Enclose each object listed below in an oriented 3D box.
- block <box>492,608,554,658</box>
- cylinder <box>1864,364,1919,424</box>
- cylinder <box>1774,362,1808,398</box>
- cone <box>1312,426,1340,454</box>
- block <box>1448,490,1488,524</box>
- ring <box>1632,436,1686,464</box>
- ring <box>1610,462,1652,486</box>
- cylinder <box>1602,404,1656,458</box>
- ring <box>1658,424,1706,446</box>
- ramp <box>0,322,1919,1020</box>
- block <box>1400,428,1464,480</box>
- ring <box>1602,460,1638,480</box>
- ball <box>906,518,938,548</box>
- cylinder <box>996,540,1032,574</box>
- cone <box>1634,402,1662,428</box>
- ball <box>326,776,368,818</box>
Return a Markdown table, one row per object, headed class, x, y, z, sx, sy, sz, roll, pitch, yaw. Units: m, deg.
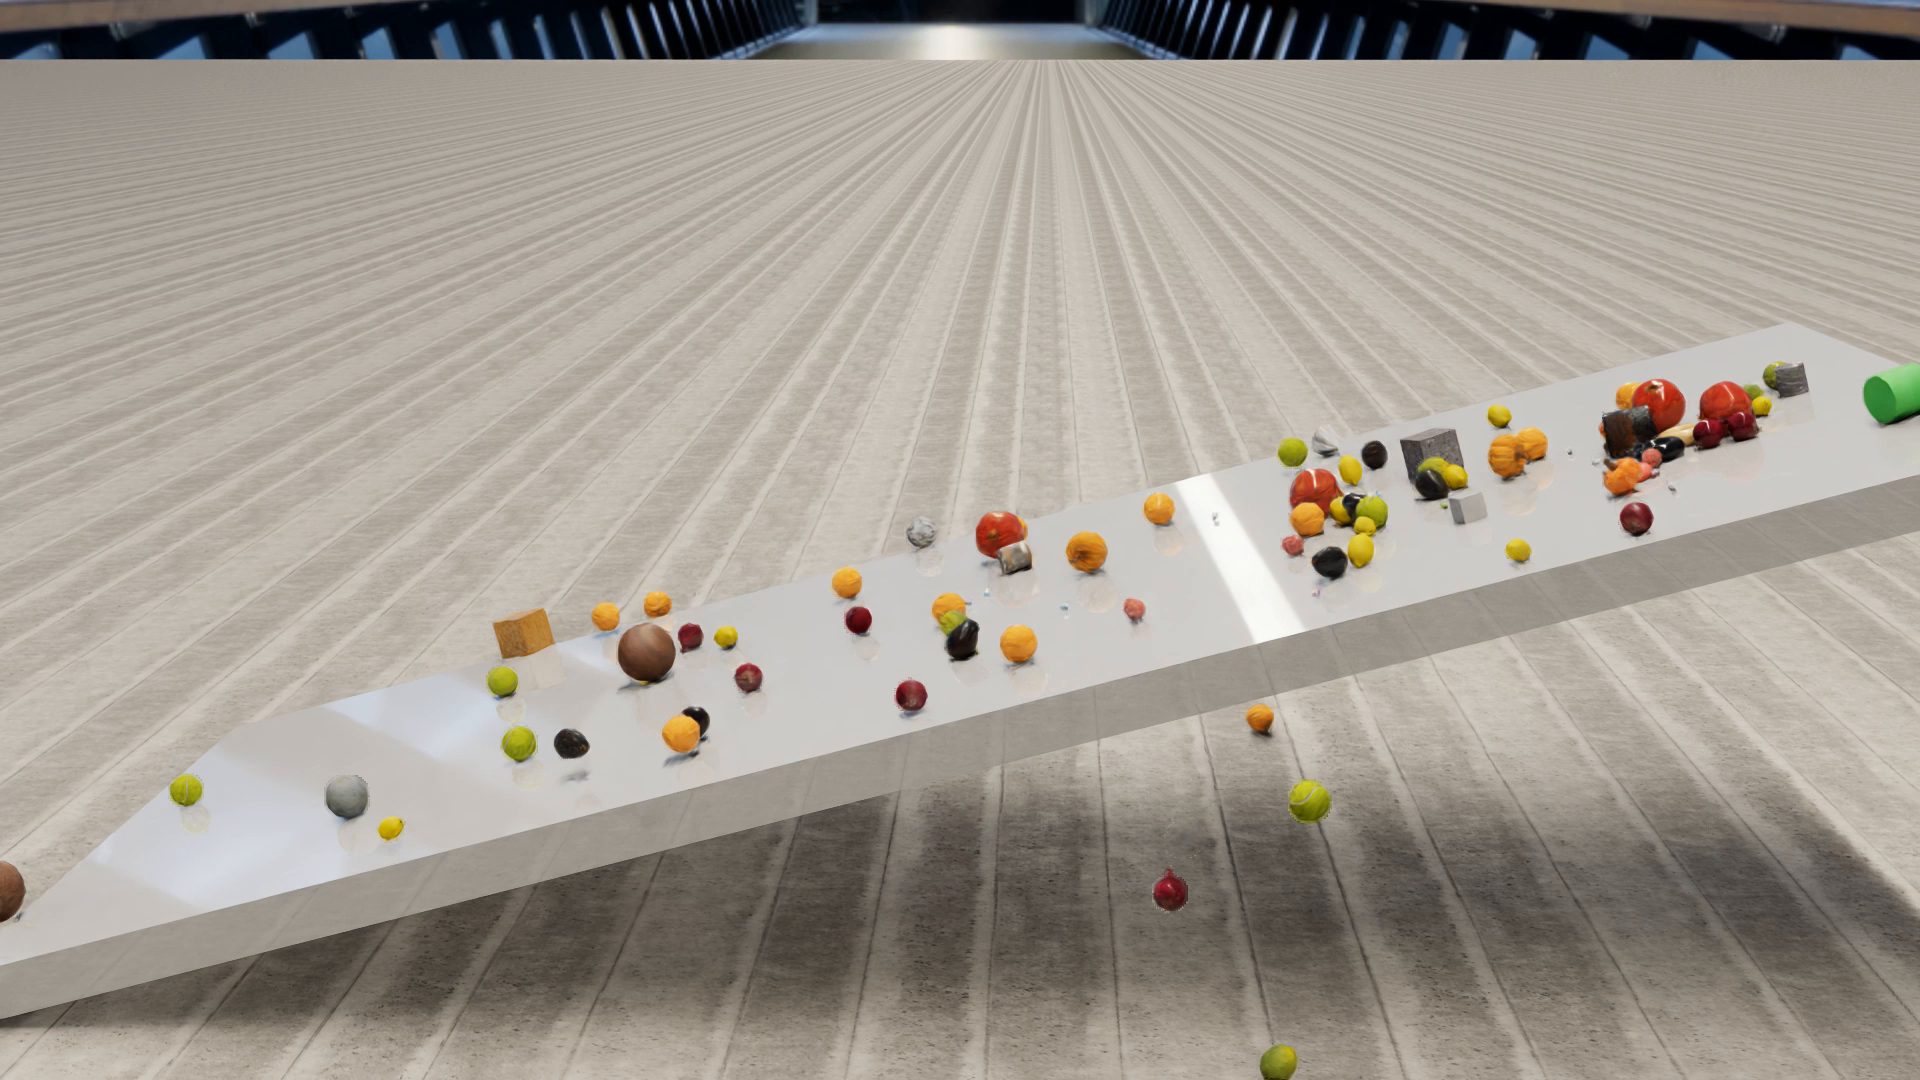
| class | x | y | z | sx | sy | sz | roll | pitch | yaw |
| --- | --- | --- | --- | --- | --- | --- | --- | --- | --- |
| block | -1.095 | 0.234 | 7.378 | 0.095 | 0.095 | 0.095 | -8 | 12 | 38 |
| cylinder | 1.826 | -0.285 | 5.715 | 0.095 | 0.095 | 0.095 | -18 | 16 | -19 |
| cylinder | 1.767 | -0.341 | 6.250 | 0.061 | 0.061 | 0.061 | -15 | 9 | 2 |
| cone | 0.892 | -0.226 | 7.034 | 0.075 | 0.075 | 0.075 | -4 | 24 | -24 |
| block | 1.013 | -0.066 | 5.866 | 0.052 | 0.052 | 0.052 | -18 | 9 | -14 |
| ring | 1.413 | -0.181 | 5.951 | 0.109 | 0.036 | 0.109 | -16 | 10 | 3 |
| ring | 1.328 | -0.131 | 5.816 | 0.083 | 0.028 | 0.083 | -16 | 10 | 3 |
| cylinder | 1.385 | -0.225 | 6.079 | 0.094 | 0.094 | 0.094 | -12 | 6 | 17 |
| ring | 1.483 | -0.213 | 6.039 | 0.101 | 0.034 | 0.101 | -16 | 8 | 2 |
| ramp | 0.079 | 0.191 | 6.330 | 4.000 | 0.100 | 2.000 | -15 | 9 | 4 |
| block | 1.034 | -0.188 | 6.439 | 0.091 | 0.091 | 0.091 | -18 | 10 | -18 |
| ring | 1.324 | -0.141 | 5.892 | 0.077 | 0.026 | 0.077 | -16 | 9 | 3 |
| ball | -0.095 | -0.019 | 7.316 | 0.076 | 0.076 | 0.076 | 0 | 10 | 0 |
| cylinder | 0.124 | 0.040 | 6.657 | 0.062 | 0.062 | 0.062 | -18 | 15 | -16 |
| cone | 1.470 | -0.251 | 6.289 | 0.072 | 0.072 | 0.072 | 14 | 13 | 11 |
| ball | -1.239 | 0.519 | 5.944 | 0.085 | 0.085 | 0.085 | 0 | 10 | 0 |
